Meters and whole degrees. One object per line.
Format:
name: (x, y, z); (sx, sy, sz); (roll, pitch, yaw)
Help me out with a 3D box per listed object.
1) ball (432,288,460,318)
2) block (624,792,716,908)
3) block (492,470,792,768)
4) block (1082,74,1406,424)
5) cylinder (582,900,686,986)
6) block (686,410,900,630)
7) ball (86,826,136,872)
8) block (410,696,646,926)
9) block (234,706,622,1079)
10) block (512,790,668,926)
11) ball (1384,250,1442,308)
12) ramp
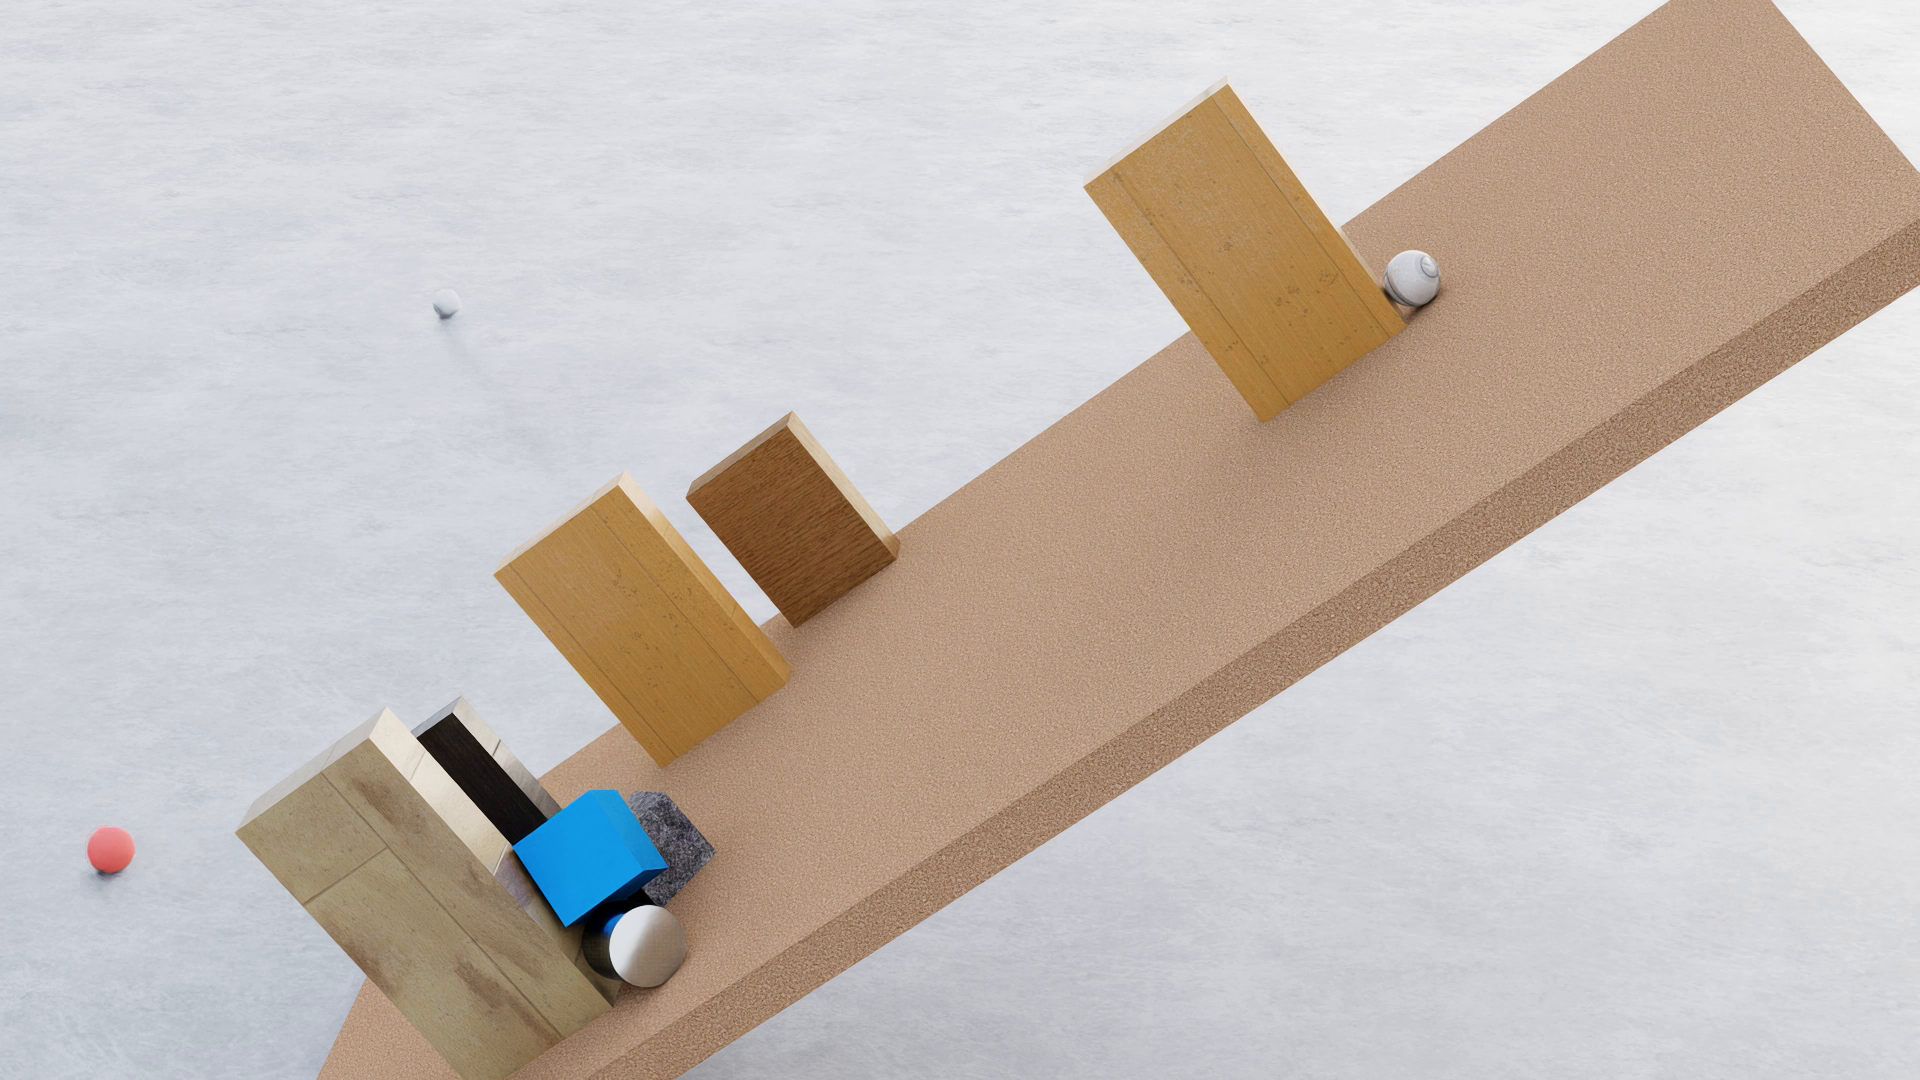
ball: (-2.134, -0.985, 12.225); (0.117, 0.117, 0.117); (0, 23, 0)
block: (-0.665, 0.660, 6.265); (0.174, 0.174, 0.174); (-46, 17, -23)
block: (-0.745, 0.191, 6.925); (0.385, 0.620, 0.096); (-34, 16, 17)
block: (0.589, -0.596, 6.073); (0.362, 0.635, 0.081); (-34, 16, 17)
cylinder: (-0.650, 0.802, 5.854); (0.160, 0.160, 0.160); (-12, 2, -27)
block: (-0.406, -0.047, 7.185); (0.318, 0.428, 0.108); (-34, 16, 17)
ball: (-2.271, 0.828, 7.868); (0.124, 0.124, 0.124); (0, 23, 0)
block: (-0.941, 0.631, 6.143); (0.243, 0.615, 0.081); (-34, 16, 17)
block: (-1.056, 0.729, 5.899); (0.361, 0.739, 0.140); (-34, 16, 17)
block: (-0.747, 0.643, 5.963); (0.195, 0.195, 0.195); (-36, -9, 5)
ball: (0.938, -0.542, 6.099); (0.118, 0.118, 0.118); (0, 23, 0)
ramp: (0.128, 0.179, 6.323); (4.000, 0.100, 2.000); (-34, 16, 17)
